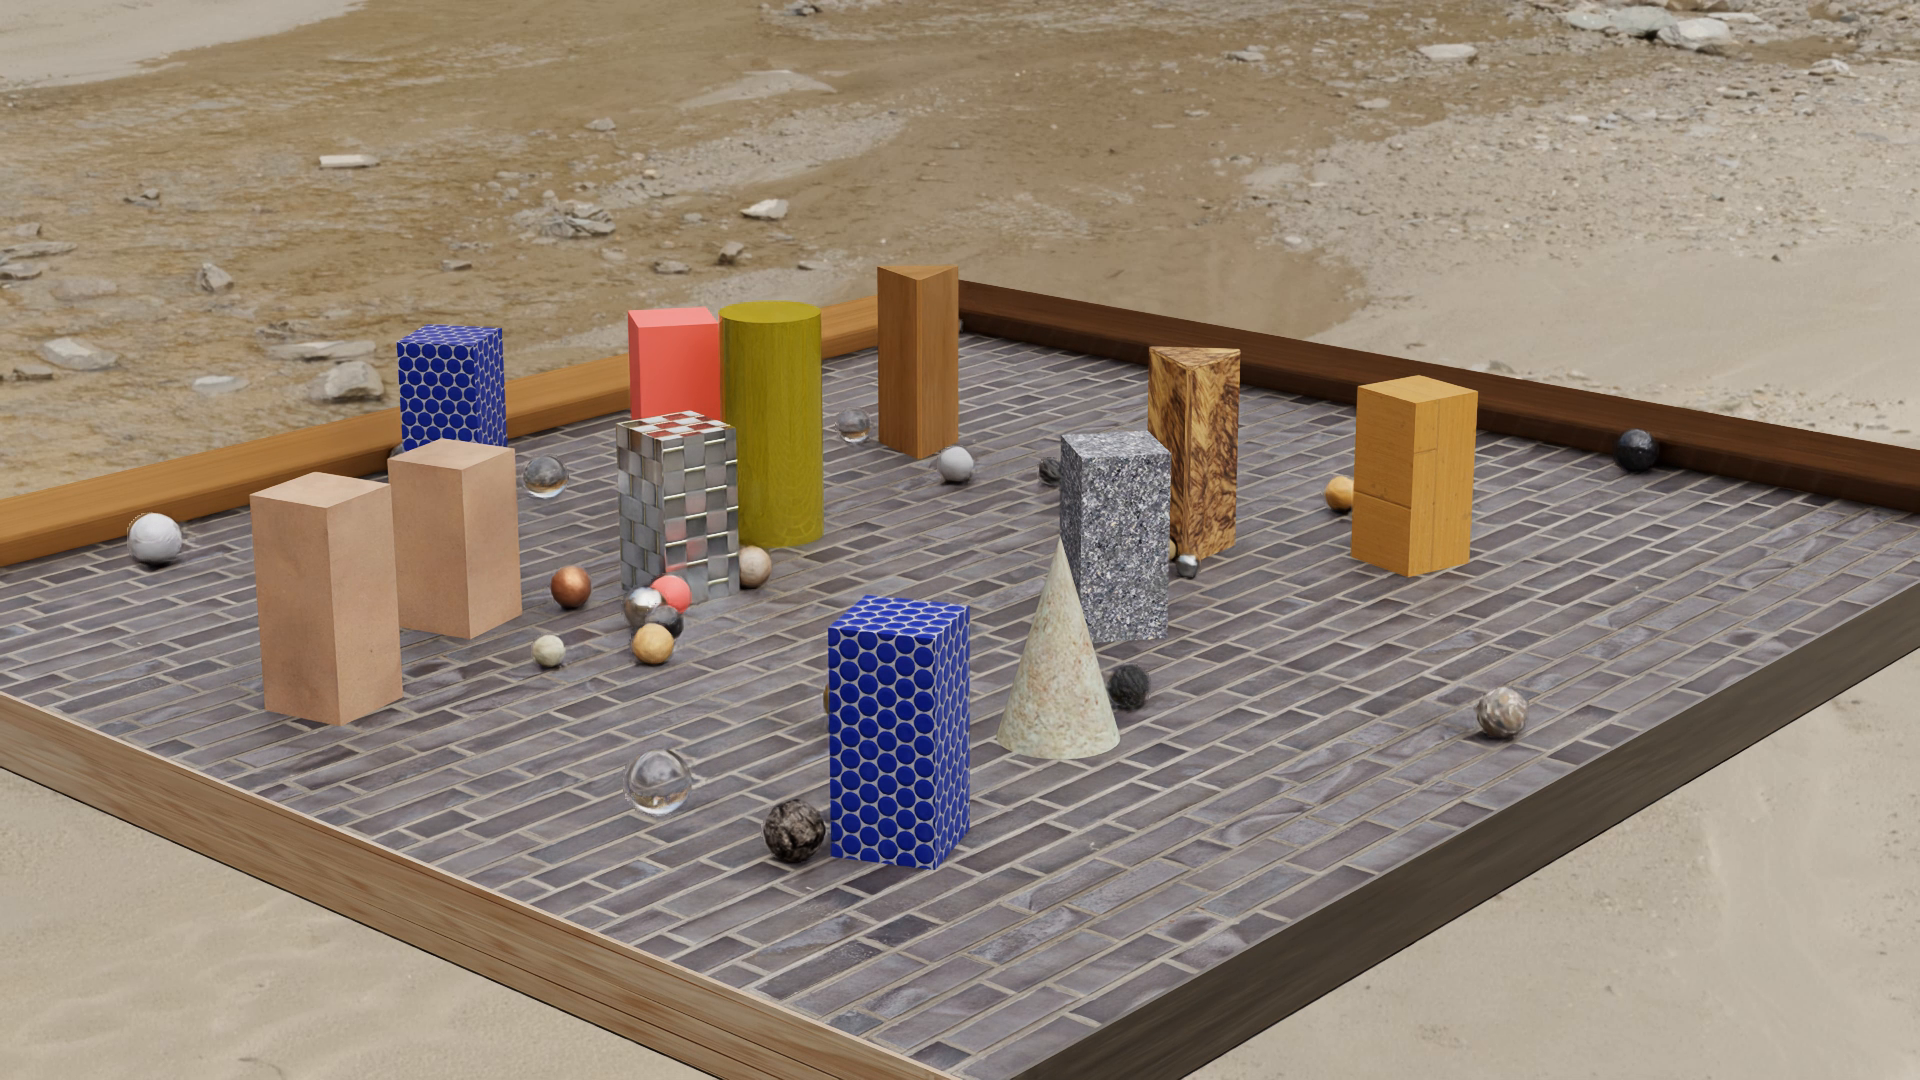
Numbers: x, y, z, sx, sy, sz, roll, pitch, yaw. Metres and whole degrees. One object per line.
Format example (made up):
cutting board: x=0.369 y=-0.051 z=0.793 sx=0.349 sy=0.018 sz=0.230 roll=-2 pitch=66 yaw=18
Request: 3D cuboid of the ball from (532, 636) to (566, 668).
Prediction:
ball: x=-0.666 y=0.180 z=4.751 sx=0.052 sy=0.052 sz=0.052 roll=0 pitch=17 yaw=0

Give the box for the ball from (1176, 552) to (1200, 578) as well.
ball: x=0.405 y=0.044 z=5.215 sx=0.043 sy=0.043 sz=0.043 roll=0 pitch=17 yaw=0

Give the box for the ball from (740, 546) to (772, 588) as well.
ball: x=-0.367 y=0.047 z=5.151 sx=0.075 sy=0.075 sz=0.075 roll=0 pitch=17 yaw=0

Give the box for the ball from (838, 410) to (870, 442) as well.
ball: x=-0.221 y=-0.237 z=6.102 sx=0.069 sy=0.069 sz=0.069 roll=0 pitch=17 yaw=0

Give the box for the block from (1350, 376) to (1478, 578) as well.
block: x=0.815 y=-0.117 z=5.271 sx=0.150 sy=0.319 sz=0.150 roll=-11 pitch=20 yaw=-33

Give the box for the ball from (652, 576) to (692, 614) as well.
ball: x=-0.494 y=0.097 z=4.991 sx=0.073 sy=0.073 sz=0.073 roll=0 pitch=17 yaw=0

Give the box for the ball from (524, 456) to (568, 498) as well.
ball: x=-0.806 y=-0.122 z=5.696 sx=0.083 sy=0.083 sz=0.083 roll=0 pitch=17 yaw=0

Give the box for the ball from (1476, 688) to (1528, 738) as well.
ball: x=0.821 y=0.262 z=4.438 sx=0.077 sy=0.077 sz=0.077 roll=0 pitch=17 yaw=0

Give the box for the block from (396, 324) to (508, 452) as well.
block: x=-0.956 y=-0.216 z=5.544 sx=0.150 sy=0.352 sz=0.150 roll=3 pitch=17 yaw=11

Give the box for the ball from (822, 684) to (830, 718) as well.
ball: x=-0.164 y=0.243 z=4.475 sx=0.090 sy=0.090 sz=0.090 roll=0 pitch=17 yaw=0

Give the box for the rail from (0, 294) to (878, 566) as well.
rail: x=-1.038 y=-0.230 z=5.983 sx=0.045 sy=0.122 sz=3.141 roll=14 pitch=22 yaw=39

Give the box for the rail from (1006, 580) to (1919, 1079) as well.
rail: x=1.038 y=0.291 z=4.258 sx=0.045 sy=0.122 sz=3.141 roll=14 pitch=22 yaw=39

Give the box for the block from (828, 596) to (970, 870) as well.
block: x=-0.081 y=0.261 z=4.004 sx=0.150 sy=0.329 sz=0.150 roll=5 pitch=18 yaw=17

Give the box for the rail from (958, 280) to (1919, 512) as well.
rail: x=1.014 y=-0.307 z=6.239 sx=2.796 sy=0.122 sz=0.045 roll=14 pitch=22 yaw=39

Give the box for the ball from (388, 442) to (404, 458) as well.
ball: x=-1.103 y=-0.161 z=5.847 sx=0.071 sy=0.071 sz=0.071 roll=0 pitch=17 yaw=0

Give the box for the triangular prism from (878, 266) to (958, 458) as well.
triangular prism: x=-0.065 y=-0.374 z=6.030 sx=0.141 sy=0.372 sz=0.163 roll=-10 pitch=20 yaw=-30

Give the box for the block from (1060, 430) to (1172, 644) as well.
block: x=0.258 y=-0.006 z=4.904 sx=0.150 sy=0.319 sz=0.150 roll=-3 pitch=17 yaw=-11

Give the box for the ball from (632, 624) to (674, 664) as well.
ball: x=-0.499 y=0.169 z=4.762 sx=0.066 sy=0.066 sz=0.066 roll=0 pitch=17 yaw=0

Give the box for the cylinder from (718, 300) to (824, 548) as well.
cylinder: x=-0.348 y=-0.215 z=5.419 sx=0.188 sy=0.422 sz=0.188 roll=0 pitch=17 yaw=0

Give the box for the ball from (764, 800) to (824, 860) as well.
ball: x=-0.225 y=0.395 z=3.987 sx=0.083 sy=0.083 sz=0.083 roll=0 pitch=17 yaw=0

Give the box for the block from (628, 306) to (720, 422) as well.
block: x=-0.543 y=-0.243 z=5.595 sx=0.150 sy=0.373 sz=0.150 roll=-4 pitch=17 yaw=-13

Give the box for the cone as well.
cone: x=0.149 y=0.146 z=4.402 sx=0.188 sy=0.319 sz=0.188 roll=0 pitch=17 yaw=0

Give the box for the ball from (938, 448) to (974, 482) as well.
ball: x=-0.008 y=-0.148 z=5.806 sx=0.069 sy=0.069 sz=0.069 roll=0 pitch=17 yaw=0

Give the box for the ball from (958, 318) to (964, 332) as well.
ball: x=-0.015 y=-0.519 z=7.076 sx=0.044 sy=0.044 sz=0.044 roll=0 pitch=17 yaw=0

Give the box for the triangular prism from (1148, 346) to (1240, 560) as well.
triangular prism: x=0.400 y=-0.162 z=5.336 sx=0.141 sy=0.368 sz=0.163 roll=13 pitch=21 yaw=36

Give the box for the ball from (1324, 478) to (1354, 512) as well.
ball: x=0.730 y=-0.088 z=5.613 sx=0.066 sy=0.066 sz=0.066 roll=0 pitch=17 yaw=0

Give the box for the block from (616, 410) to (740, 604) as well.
block: x=-0.490 y=-0.054 z=5.095 sx=0.150 sy=0.300 sz=0.150 roll=-12 pitch=21 yaw=-35

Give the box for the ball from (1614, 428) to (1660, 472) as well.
ball: x=1.357 y=-0.179 z=5.878 sx=0.087 sy=0.087 sz=0.087 roll=0 pitch=17 yaw=0

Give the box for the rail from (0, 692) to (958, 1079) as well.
rail: x=-1.014 y=0.369 z=4.003 sx=2.796 sy=0.122 sz=0.045 roll=14 pitch=22 yaw=39

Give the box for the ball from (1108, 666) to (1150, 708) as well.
ball: x=0.263 y=0.228 z=4.568 sx=0.066 sy=0.066 sz=0.066 roll=0 pitch=17 yaw=0

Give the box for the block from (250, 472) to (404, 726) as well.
block: x=-0.979 y=0.089 z=4.539 sx=0.150 sy=0.348 sz=0.150 roll=9 pitch=19 yaw=27

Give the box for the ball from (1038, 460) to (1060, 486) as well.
ball: x=0.180 y=-0.134 z=5.791 sx=0.051 sy=0.051 sz=0.051 roll=0 pitch=17 yaw=0

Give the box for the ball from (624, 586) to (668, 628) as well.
ball: x=-0.528 y=0.115 z=4.928 sx=0.075 sy=0.075 sz=0.075 roll=0 pitch=17 yaw=0

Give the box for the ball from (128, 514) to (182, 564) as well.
ball: x=-1.449 y=-0.002 z=5.281 sx=0.093 sy=0.093 sz=0.093 roll=0 pitch=17 yaw=0

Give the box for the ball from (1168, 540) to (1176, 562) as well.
ball: x=0.369 y=0.018 z=5.298 sx=0.045 sy=0.045 sz=0.045 roll=0 pitch=17 yaw=0

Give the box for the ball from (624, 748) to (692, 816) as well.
ball: x=-0.426 y=0.342 z=4.144 sx=0.094 sy=0.094 sz=0.094 roll=0 pitch=17 yaw=0

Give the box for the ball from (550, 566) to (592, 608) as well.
ball: x=-0.669 y=0.081 z=5.043 sx=0.072 sy=0.072 sz=0.072 roll=0 pitch=17 yaw=0

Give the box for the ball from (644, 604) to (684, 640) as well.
ball: x=-0.490 y=0.140 z=4.861 sx=0.065 sy=0.065 sz=0.065 roll=0 pitch=17 yaw=0

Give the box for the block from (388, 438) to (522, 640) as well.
block: x=-0.850 y=-0.004 z=4.942 sx=0.150 sy=0.293 sz=0.150 roll=8 pitch=19 yaw=25
